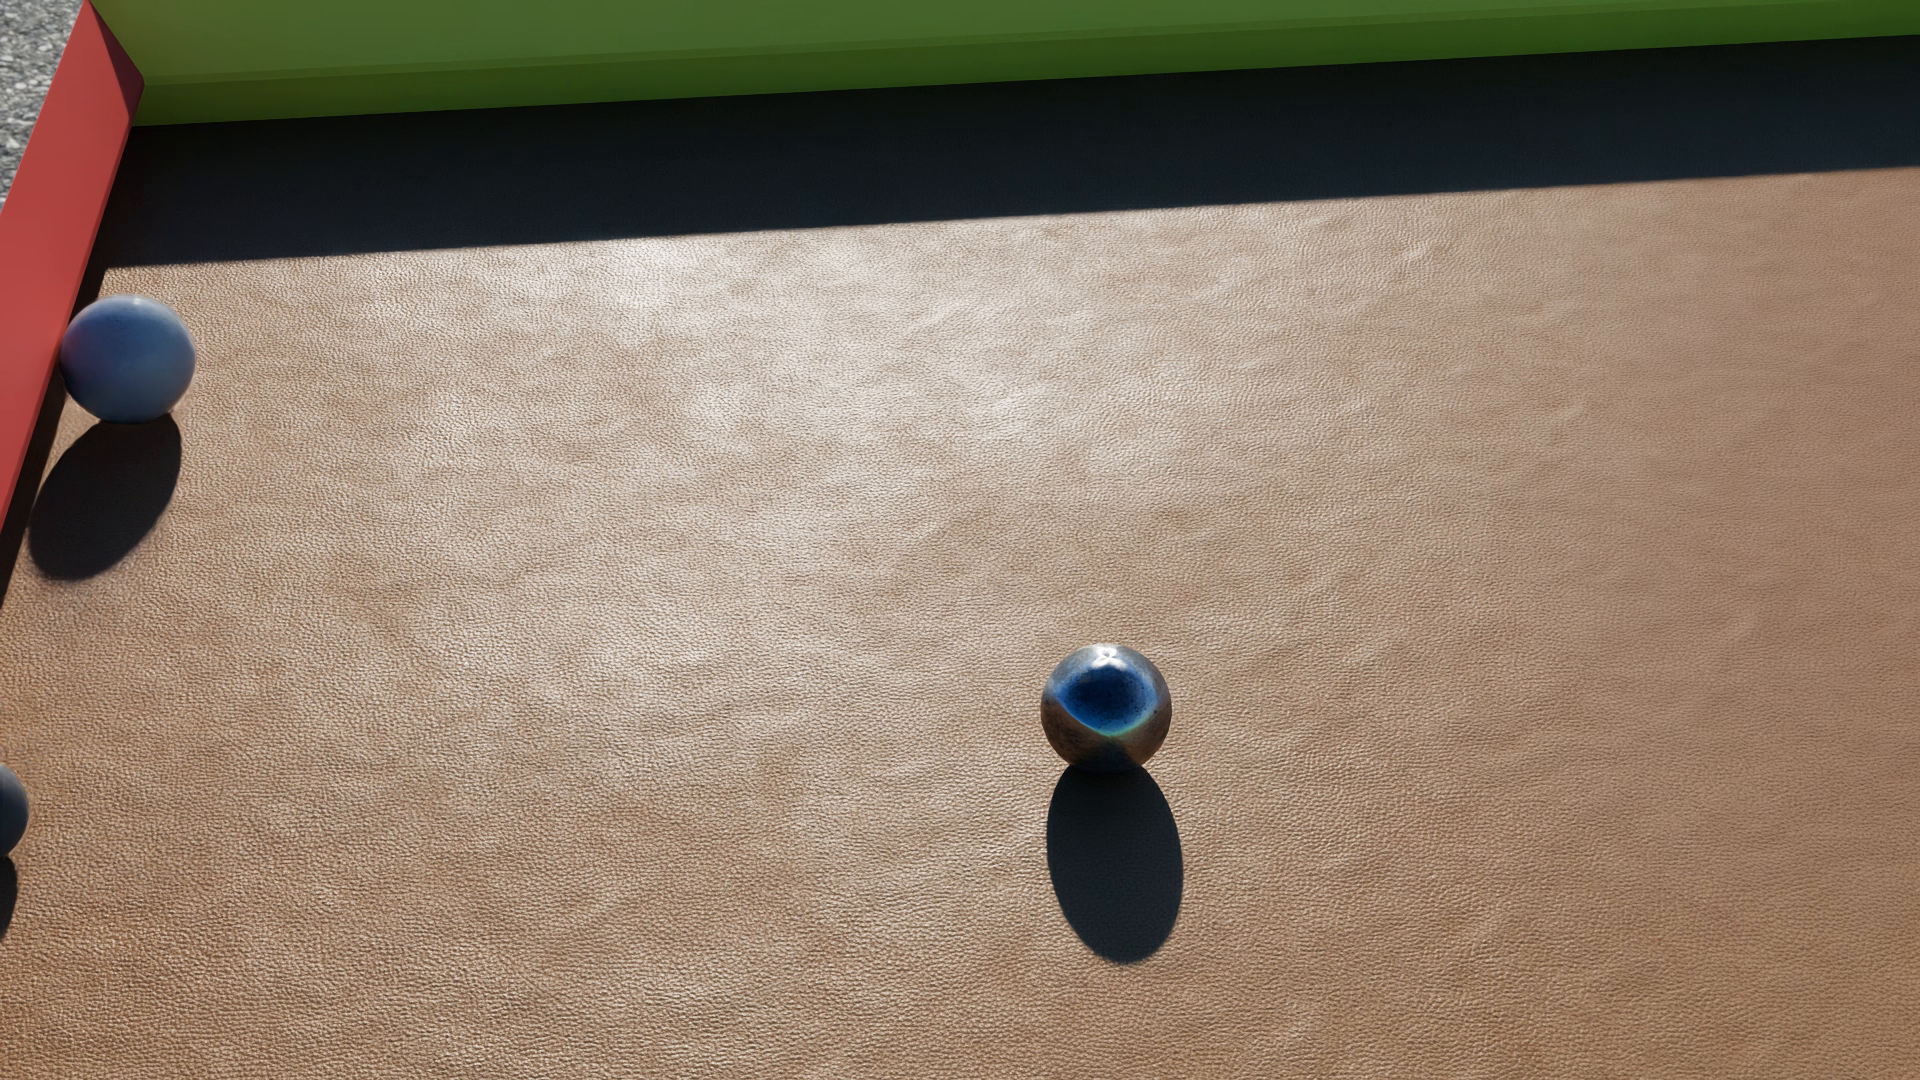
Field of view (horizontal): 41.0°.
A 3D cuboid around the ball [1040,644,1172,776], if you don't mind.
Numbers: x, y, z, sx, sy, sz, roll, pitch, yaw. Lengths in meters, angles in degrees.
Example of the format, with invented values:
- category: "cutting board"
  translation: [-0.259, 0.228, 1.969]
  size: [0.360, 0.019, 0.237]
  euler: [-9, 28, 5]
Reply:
- category: "ball"
  translation: [0.089, 0.103, 1.563]
  size: [0.081, 0.081, 0.081]
  euler: [0, 35, 0]

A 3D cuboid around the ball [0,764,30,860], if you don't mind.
- category: "ball"
  translation: [-0.578, 0.159, 1.498]
  size: [0.066, 0.066, 0.066]
  euler: [0, 35, 0]

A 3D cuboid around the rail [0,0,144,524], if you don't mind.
- category: "rail"
  translation: [-0.645, 0.026, 1.633]
  size: [0.045, 0.124, 1.560]
  euler: [-4, 36, -5]

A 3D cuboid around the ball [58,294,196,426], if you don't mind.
- category: "ball"
  translation: [-0.610, -0.132, 1.881]
  size: [0.095, 0.095, 0.095]
  euler: [0, 35, 0]

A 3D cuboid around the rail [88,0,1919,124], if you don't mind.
- category: "rail"
  translation: [0.579, -0.500, 2.371]
  size: [2.692, 0.124, 0.045]
  euler: [-4, 36, -5]
